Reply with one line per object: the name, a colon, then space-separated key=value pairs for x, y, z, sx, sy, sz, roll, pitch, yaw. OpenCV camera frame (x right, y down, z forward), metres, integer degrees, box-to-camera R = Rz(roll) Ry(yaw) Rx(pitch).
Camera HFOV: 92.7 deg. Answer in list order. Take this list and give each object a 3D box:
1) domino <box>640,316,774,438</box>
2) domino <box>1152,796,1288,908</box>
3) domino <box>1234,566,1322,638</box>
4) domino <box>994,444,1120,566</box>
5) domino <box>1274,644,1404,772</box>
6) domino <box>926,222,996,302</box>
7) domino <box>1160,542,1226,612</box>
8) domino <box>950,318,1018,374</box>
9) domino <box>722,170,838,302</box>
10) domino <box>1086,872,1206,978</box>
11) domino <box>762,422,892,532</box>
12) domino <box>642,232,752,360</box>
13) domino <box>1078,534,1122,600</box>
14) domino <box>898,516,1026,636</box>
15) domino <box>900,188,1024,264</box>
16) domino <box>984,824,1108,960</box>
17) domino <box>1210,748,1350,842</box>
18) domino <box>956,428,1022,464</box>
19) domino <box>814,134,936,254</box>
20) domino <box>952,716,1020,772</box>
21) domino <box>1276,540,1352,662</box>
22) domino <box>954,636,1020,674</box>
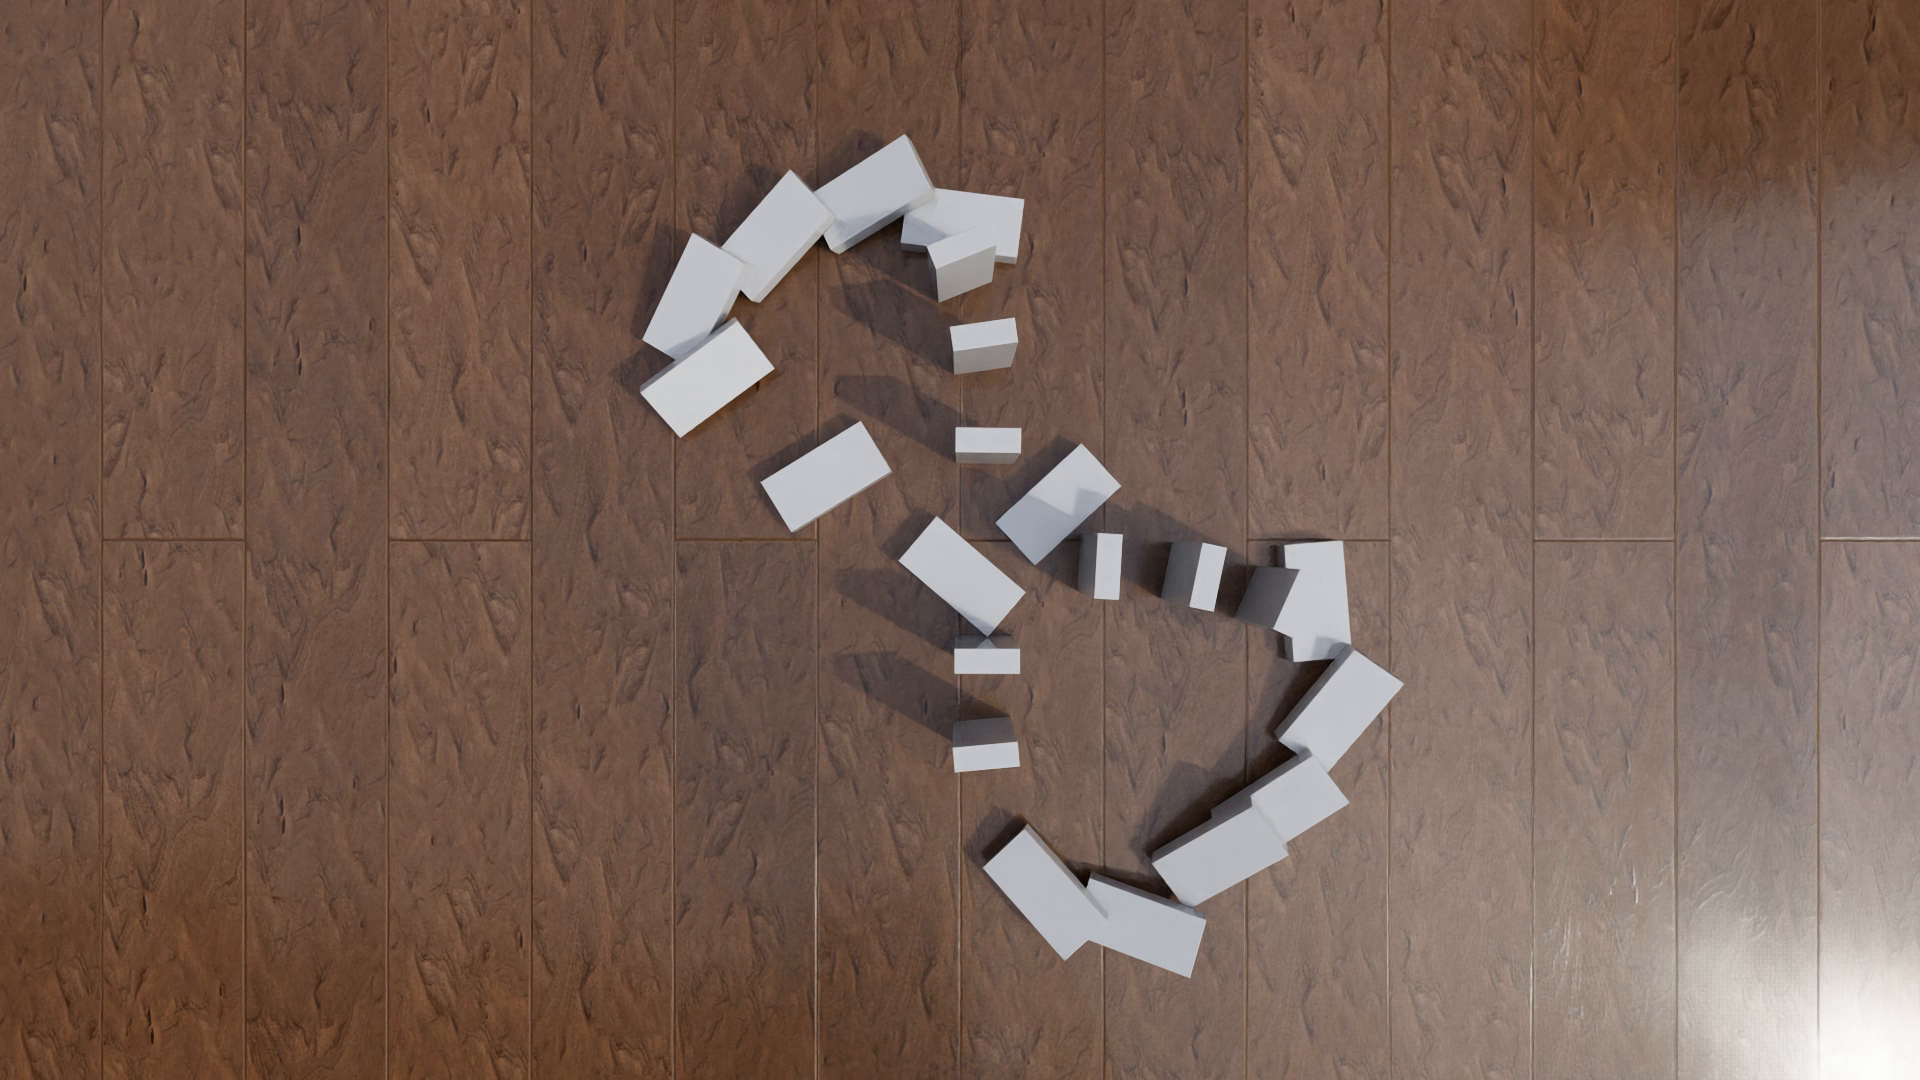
domino: x=-0.107 y=-0.069 z=0.389 sx=0.050 sy=0.009 sz=0.025 roll=-36 pitch=122 yaw=0
domino: x=0.109 y=0.133 z=0.388 sx=0.050 sy=0.009 sz=0.025 roll=-37 pitch=90 yaw=18
domino: x=0.129 y=0.025 z=0.375 sx=0.010 sy=0.050 sz=0.025 roll=24 pitch=90 yaw=0
domino: x=0.042 y=-0.015 z=0.395 sx=0.050 sy=0.010 sz=0.025 roll=-43 pitch=90 yaw=0
domino: x=0.160 y=0.072 z=0.390 sx=0.025 sy=0.009 sz=0.050 roll=35 pitch=103 yaw=0
domino: x=0.001 y=-0.113 z=0.375 sx=0.025 sy=0.050 sz=0.010 roll=-22 pitch=90 yaw=0
domino: x=0.095 y=0.014 z=0.375 sx=0.009 sy=0.050 sz=0.025 roll=12 pitch=90 yaw=0
domino: x=0.009 y=-0.079 z=0.375 sx=0.025 sy=0.050 sz=0.010 roll=-8 pitch=90 yaw=0
domino: x=-0.079 y=-0.128 z=0.390 sx=0.050 sy=0.009 sz=0.025 roll=-43 pitch=90 yaw=14
domino: x=0.076 y=0.163 z=0.390 sx=0.050 sy=0.009 sz=0.025 roll=16 pitch=90 yaw=13
domino: x=-0.057 y=-0.027 z=0.395 sx=0.050 sy=0.010 sz=0.025 roll=-32 pitch=90 yaw=0
domino: x=-0.112 y=-0.101 z=0.389 sx=0.025 sy=0.010 sz=0.050 roll=31 pitch=104 yaw=0
domino: x=0.057 y=0.010 z=0.375 sx=0.009 sy=0.050 sz=0.025 roll=3 pitch=90 yaw=0
domino: x=0.001 y=0.016 z=0.395 sx=0.050 sy=0.009 sz=0.025 roll=40 pitch=90 yaw=0
domino: x=0.001 y=-0.136 z=0.395 sx=0.050 sy=0.010 sz=0.025 roll=7 pitch=90 yaw=0
domino: x=0.036 y=0.149 z=0.389 sx=0.025 sy=0.010 sz=0.050 roll=-45 pitch=79 yaw=7
domino: x=0.136 y=0.114 z=0.390 sx=0.050 sy=0.010 sz=0.025 roll=-38 pitch=90 yaw=12
domino: x=0.011 y=-0.038 z=0.375 sx=0.025 sy=0.050 sz=0.009 roll=1 pitch=90 yaw=0
domino: x=-0.038 y=-0.146 z=0.388 sx=0.050 sy=0.010 sz=0.025 roll=-26 pitch=90 yaw=16
domino: x=0.010 y=0.083 z=0.375 sx=0.025 sy=0.050 sz=0.010 roll=-5 pitch=90 yaw=0
domino: x=0.153 y=0.026 z=0.395 sx=0.025 sy=0.009 sz=0.050 roll=-5 pitch=90 yaw=0
domino: x=0.010 y=0.046 z=0.375 sx=0.025 sy=0.050 sz=0.009 roll=0 pitch=90 yaw=0
